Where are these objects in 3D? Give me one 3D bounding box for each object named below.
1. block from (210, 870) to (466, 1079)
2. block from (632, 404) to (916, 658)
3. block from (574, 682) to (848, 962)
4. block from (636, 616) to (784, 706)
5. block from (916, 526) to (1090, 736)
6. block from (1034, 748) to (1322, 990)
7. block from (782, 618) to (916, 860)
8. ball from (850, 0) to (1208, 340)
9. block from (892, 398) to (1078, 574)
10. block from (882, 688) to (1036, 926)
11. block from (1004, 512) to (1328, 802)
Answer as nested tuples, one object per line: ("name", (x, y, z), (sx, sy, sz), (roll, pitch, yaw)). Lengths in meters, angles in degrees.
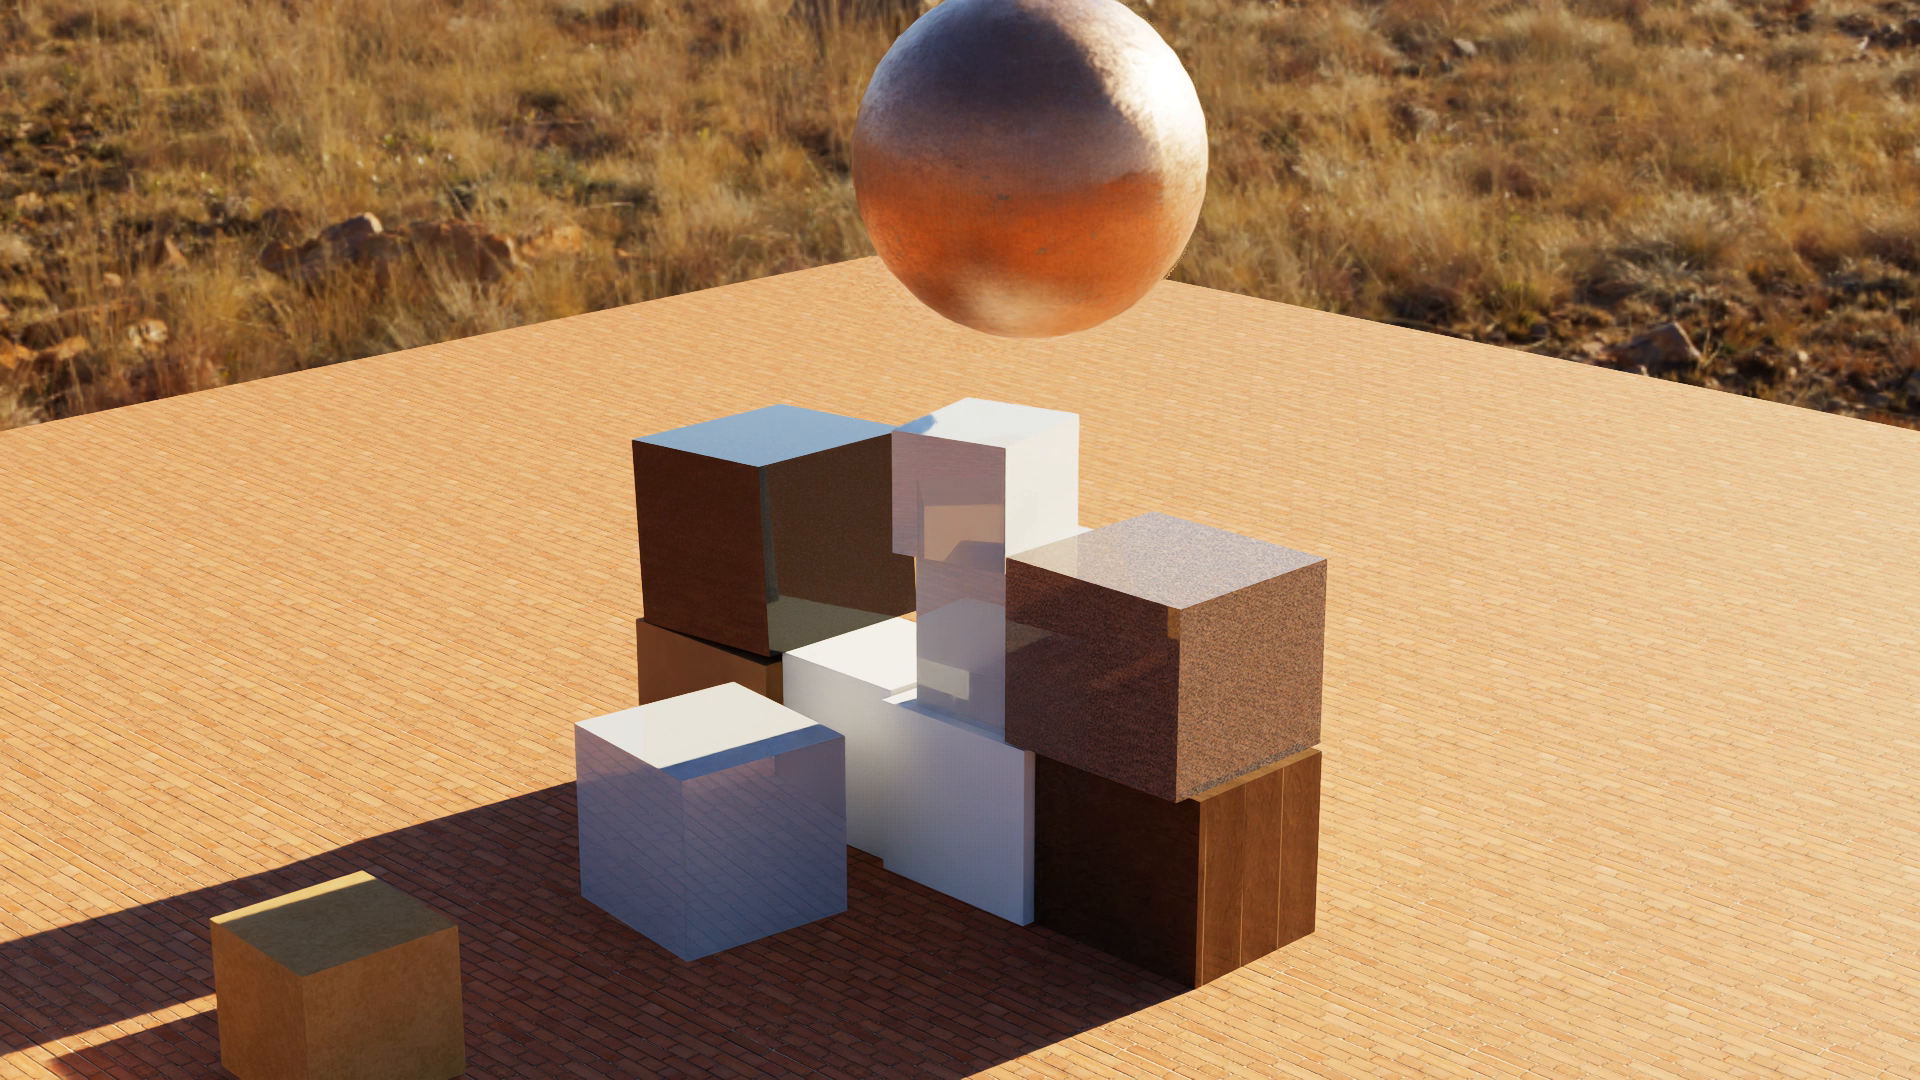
("block", (-2.449, 1.798, 11.557), (0.688, 0.640, 0.704), (-15, 23, -40))
("block", (-0.899, -0.069, 14.274), (0.958, 0.919, 0.935), (-17, 21, -42))
("block", (-1.106, 1.232, 13.032), (0.850, 0.835, 0.870), (-13, 22, -36))
("block", (-0.924, 0.774, 14.545), (0.937, 0.801, 0.963), (-17, 24, -42))
("block", (0.287, 0.375, 13.139), (0.626, 0.752, 0.740), (17, 24, 42))
("block", (0.943, 1.300, 12.789), (0.805, 0.850, 0.936), (-17, 24, -42))
("block", (-0.317, 0.933, 13.954), (0.732, 0.852, 0.741), (-17, 24, -42))
("ball", (0.312, -1.701, 13.134), (1.600, 1.600, 1.600), (0, 17, 0))
("block", (0.115, -0.251, 12.944), (0.572, 0.561, 0.648), (10, 20, 29))
("block", (0.271, 1.121, 13.399), (0.874, 0.827, 0.895), (-17, 24, -42))
("block", (0.878, 0.477, 12.587), (0.981, 0.842, 0.952), (17, 24, 42))
